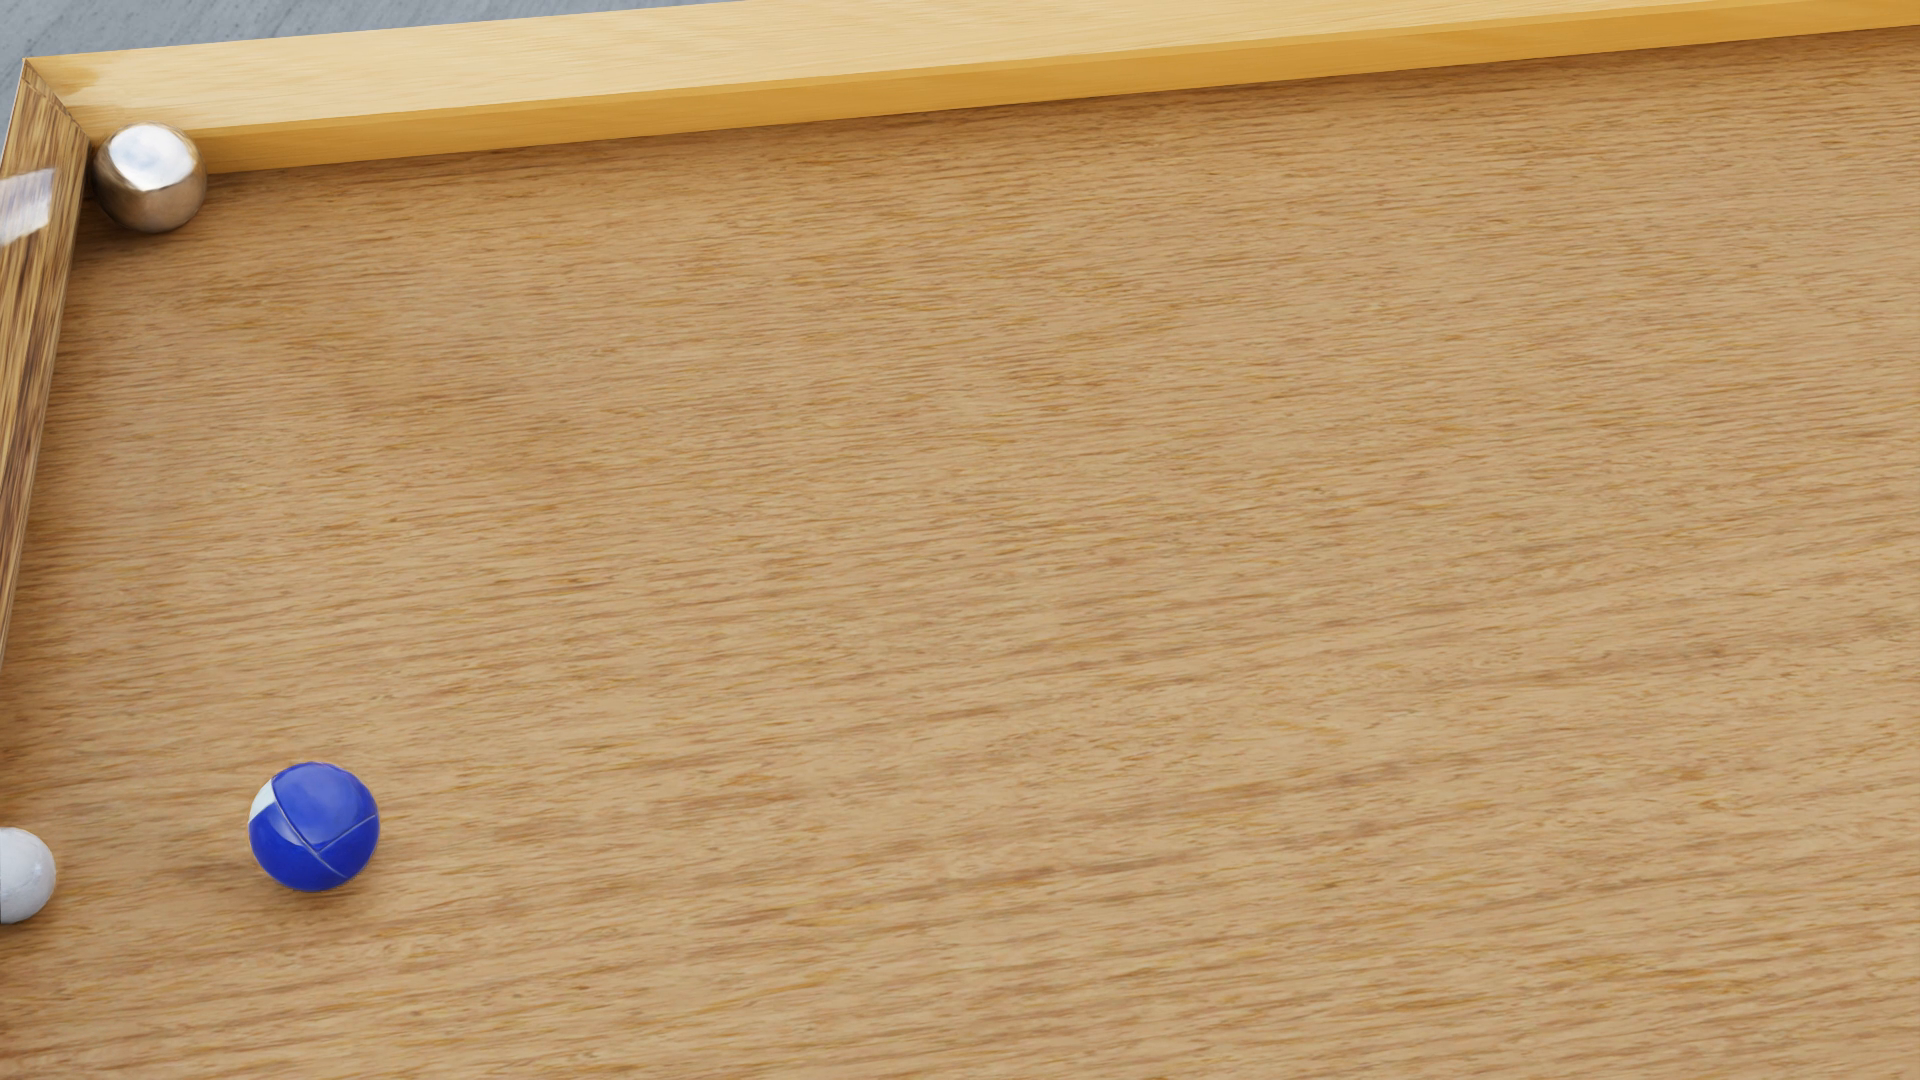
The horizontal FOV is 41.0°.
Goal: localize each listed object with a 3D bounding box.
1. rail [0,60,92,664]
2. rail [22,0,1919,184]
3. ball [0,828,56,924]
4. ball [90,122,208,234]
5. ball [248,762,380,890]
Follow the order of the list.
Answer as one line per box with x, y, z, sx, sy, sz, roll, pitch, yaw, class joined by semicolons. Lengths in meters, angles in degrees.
-0.603;0.051;1.562;0.045;0.116;1.396;-7;36;-9;rail
0.495;-0.474;2.298;2.551;0.116;0.045;-7;36;-9;rail
-0.531;0.187;1.427;0.053;0.053;0.053;0;36;0;ball
-0.653;-0.292;2.067;0.089;0.089;0.089;0;36;0;ball
-0.364;0.161;1.446;0.072;0.072;0.072;0;36;0;ball
